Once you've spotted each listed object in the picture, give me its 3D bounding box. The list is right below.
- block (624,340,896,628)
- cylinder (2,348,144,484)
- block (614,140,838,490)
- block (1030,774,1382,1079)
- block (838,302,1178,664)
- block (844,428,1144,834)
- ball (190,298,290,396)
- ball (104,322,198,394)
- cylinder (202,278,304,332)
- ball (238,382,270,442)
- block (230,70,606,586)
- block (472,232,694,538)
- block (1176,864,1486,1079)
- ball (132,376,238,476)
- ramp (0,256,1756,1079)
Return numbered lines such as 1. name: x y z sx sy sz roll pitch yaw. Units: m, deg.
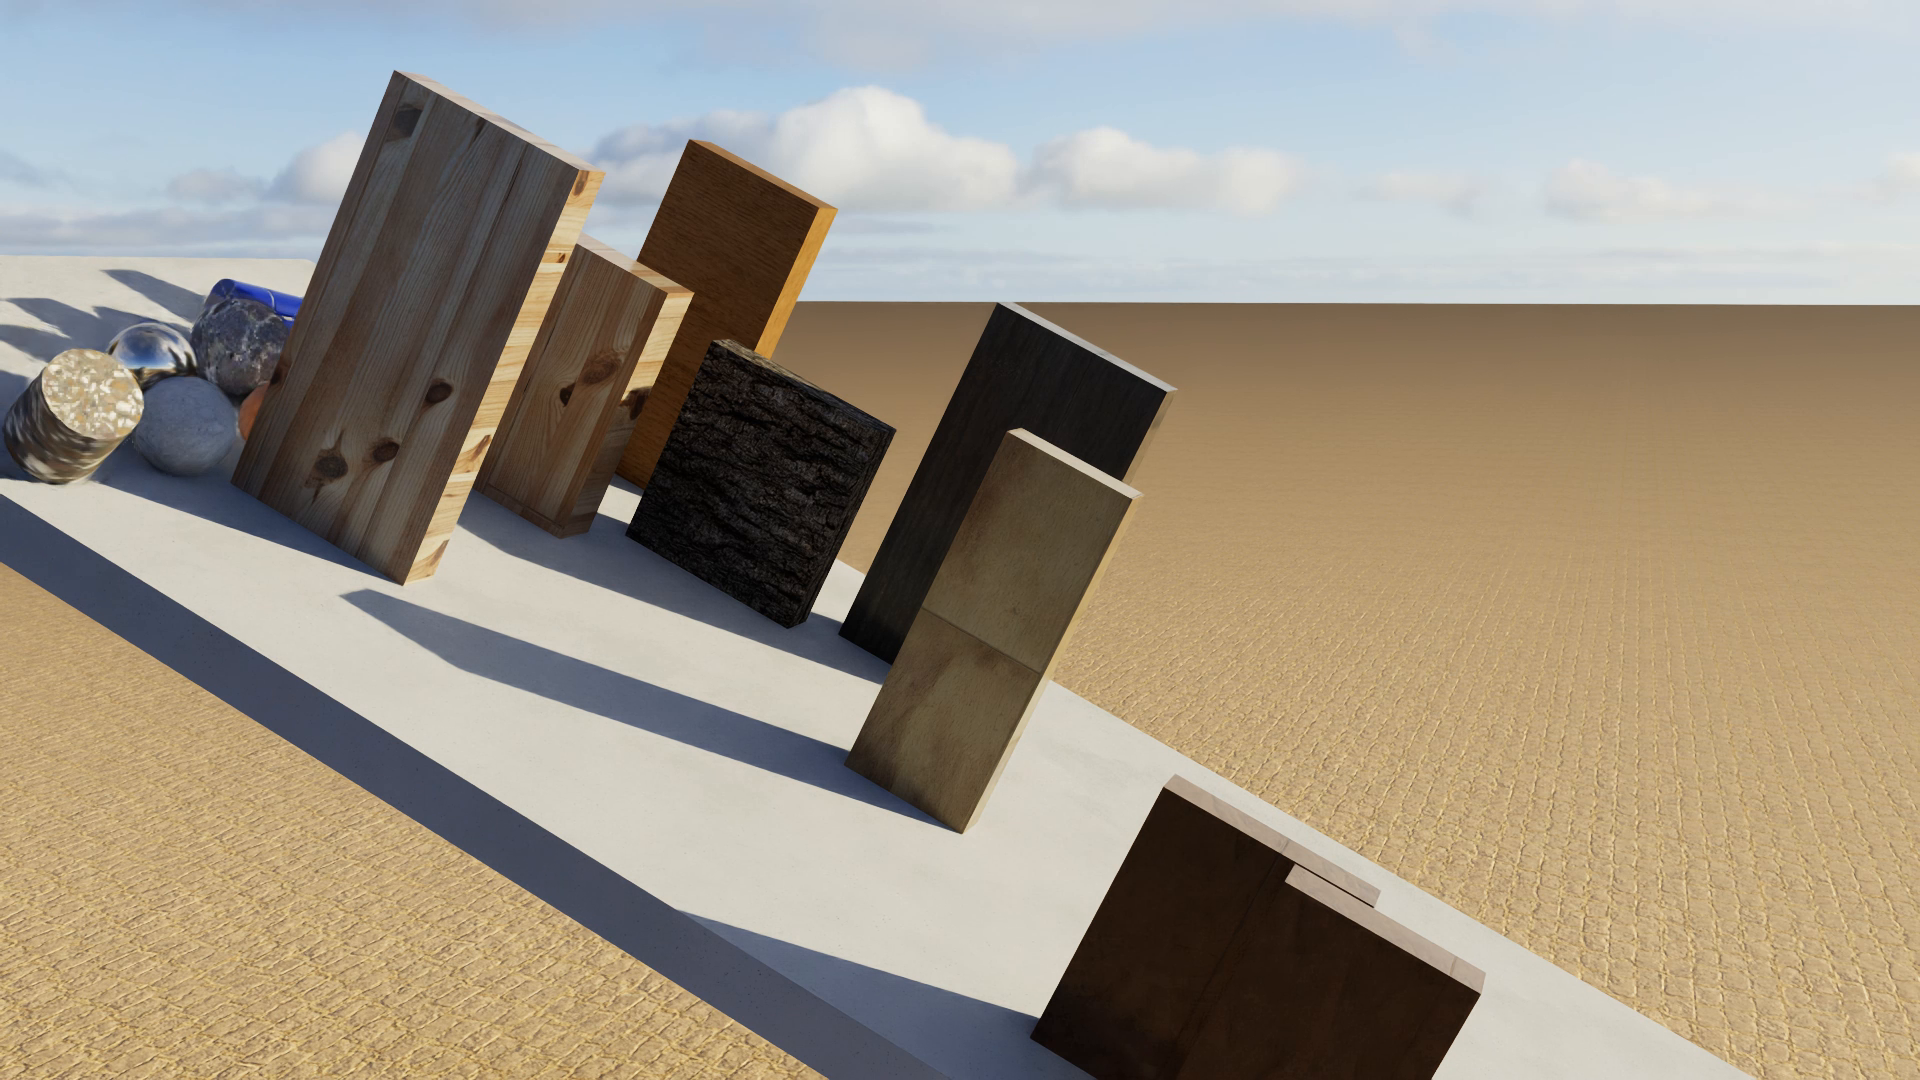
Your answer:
1. block: -0.418 -0.119 4.587 0.409 0.459 0.104 29 14 12
2. cylinder: -1.426 -0.198 3.535 0.162 0.162 0.162 -8 -19 -48
3. block: -0.597 -0.482 4.974 0.343 0.756 0.119 29 14 12
4. block: 0.360 0.630 3.258 0.344 0.447 0.088 29 14 12
5. block: 0.094 -0.054 4.583 0.396 0.785 0.107 29 14 12
6. block: 0.056 0.164 3.925 0.252 0.685 0.093 29 14 12
7. ball: -1.410 -0.377 4.311 0.191 0.191 0.191 0 7 0
8. ball: -1.436 -0.305 3.901 0.159 0.159 0.159 0 7 0
9. cylinder: -1.451 -0.441 4.532 0.163 0.163 0.163 13 -4 -43
10. ball: -1.266 -0.221 4.092 0.148 0.148 0.148 0 7 0
11. block: -0.948 -0.362 3.817 0.383 0.795 0.097 29 14 12
12. block: -0.860 -0.355 4.465 0.447 0.551 0.125 29 14 12
13. block: 0.473 0.731 3.027 0.293 0.477 0.094 29 14 12
14. ball: -1.344 -0.199 3.813 0.173 0.173 0.173 0 7 0
15. ramp: -0.241 0.405 4.158 4.000 0.100 2.000 29 14 12
